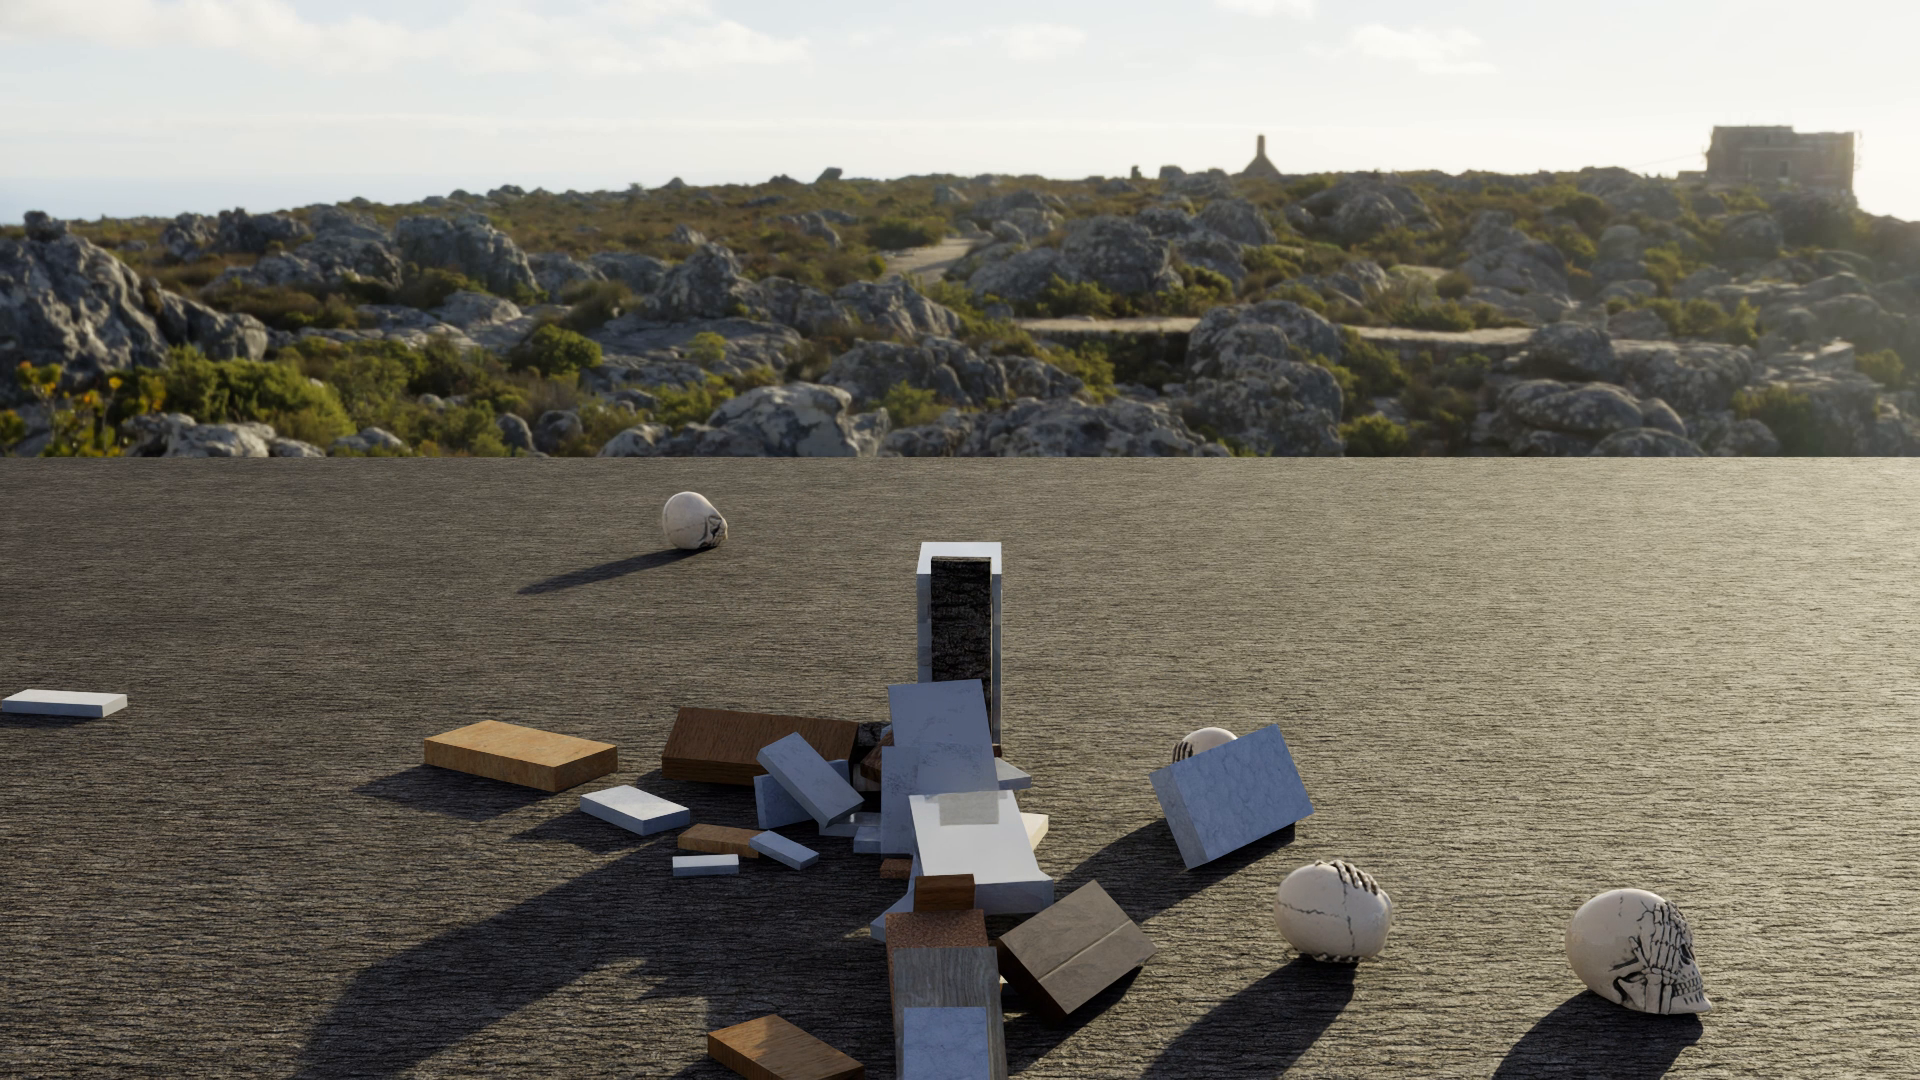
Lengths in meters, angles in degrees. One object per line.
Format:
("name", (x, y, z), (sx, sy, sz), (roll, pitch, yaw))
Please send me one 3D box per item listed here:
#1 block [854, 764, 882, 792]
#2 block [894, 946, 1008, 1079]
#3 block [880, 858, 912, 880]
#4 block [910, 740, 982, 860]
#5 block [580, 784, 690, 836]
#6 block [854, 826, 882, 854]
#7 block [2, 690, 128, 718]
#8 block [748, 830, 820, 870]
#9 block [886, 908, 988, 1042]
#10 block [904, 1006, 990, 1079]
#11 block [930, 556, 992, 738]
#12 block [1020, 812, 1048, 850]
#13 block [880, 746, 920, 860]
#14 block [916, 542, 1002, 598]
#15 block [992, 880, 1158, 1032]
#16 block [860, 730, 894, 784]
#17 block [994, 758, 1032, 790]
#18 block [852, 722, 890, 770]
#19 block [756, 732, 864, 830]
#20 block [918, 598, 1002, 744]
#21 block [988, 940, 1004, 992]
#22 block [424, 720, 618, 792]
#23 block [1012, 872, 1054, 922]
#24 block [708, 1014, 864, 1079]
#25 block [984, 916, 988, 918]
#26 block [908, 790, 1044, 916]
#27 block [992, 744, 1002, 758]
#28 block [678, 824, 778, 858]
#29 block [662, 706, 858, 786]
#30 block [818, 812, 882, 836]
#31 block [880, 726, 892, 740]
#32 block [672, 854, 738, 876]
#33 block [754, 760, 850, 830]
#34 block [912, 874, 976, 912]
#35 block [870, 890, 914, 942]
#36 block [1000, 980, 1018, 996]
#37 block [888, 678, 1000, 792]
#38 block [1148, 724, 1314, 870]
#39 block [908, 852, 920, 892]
("block", (-0.149, 0.453, 4.209), (0.110, 0.031, 0.221), (-1, 0, -3))
("block", (-0.016, 0.657, 2.979), (0.145, 0.041, 0.290), (-1, 26, -2))
("block", (-0.078, 0.564, 3.765), (0.112, 0.016, 0.056), (1, 11, 7))
("block", (-0.024, 0.460, 3.846), (0.110, 0.220, 0.031), (5, -32, 1))
("block", (-0.603, 0.500, 4.075), (0.103, 0.029, 0.206), (-9, 14, -41))
("block", (-0.106, 0.534, 3.908), (0.158, 0.022, 0.079), (1, 11, 5))
("block", (-1.970, 0.359, 4.839), (0.242, 0.027, 0.095), (2, 11, 11))
("block", (-0.307, 0.540, 3.829), (0.112, 0.016, 0.056), (20, 19, 27))
("block", (-0.027, 0.629, 3.140), (0.145, 0.041, 0.290), (-2, 24, -4))
("block", (-0.018, 0.686, 2.841), (0.109, 0.031, 0.219), (0, 26, -1))
("block", (0.004, 0.240, 4.395), (0.118, 0.422, 0.034), (1, 16, 5))
("block", (0.084, 0.530, 3.914), (0.103, 0.029, 0.206), (3, 11, 15))
("block", (-0.087, 0.463, 3.877), (0.103, 0.206, 0.029), (0, -32, -2))
("block", (0.001, 0.060, 4.543), (0.169, 0.048, 0.337), (0, 11, 1))
("block", (0.167, 0.607, 3.238), (0.145, 0.041, 0.290), (47, 29, 16))
("block", (-0.074, 0.382, 4.135), (0.118, 0.034, 0.237), (19, 40, 25))
("block", (0.064, 0.450, 4.234), (0.081, 0.023, 0.162), (-5, 12, -25))
("block", (-0.309, 0.420, 4.446), (0.423, 0.050, 0.178), (-1, 11, -7))
("block", (-0.273, 0.437, 4.009), (0.190, 0.027, 0.095), (42, 40, 22))
("block", (0.000, 0.271, 4.464), (0.169, 0.338, 0.048), (1, 10, 3))
("block", (0.031, 0.638, 3.239), (0.069, 0.020, 0.138), (-2, 26, 12))
("block", (-0.879, 0.429, 4.396), (0.356, 0.050, 0.178), (7, 13, 33))
("block", (0.099, 0.566, 3.558), (0.025, 0.087, 0.174), (-6, 12, -26))
("block", (-0.237, 0.703, 2.975), (0.109, 0.031, 0.219), (-8, 13, -37))
("block", (-0.005, 0.565, 3.664), (0.110, 0.031, 0.220), (1, 16, 3))
("block", (0.020, 0.501, 3.549), (0.177, 0.050, 0.448), (-3, 11, -4))
("block", (0.018, 0.415, 4.331), (0.081, 0.023, 0.162), (-5, 0, -18))
("block", (-0.413, 0.534, 3.908), (0.157, 0.022, 0.079), (4, 11, 20))
("block", (-0.387, 0.410, 4.297), (0.356, 0.050, 0.178), (5, 28, 4))
("block", (-0.170, 0.518, 3.998), (0.157, 0.022, 0.079), (2, 11, 10))
("block", (-0.062, 0.377, 4.293), (0.118, 0.034, 0.237), (11, 8, 15))
("block", (-0.438, 0.560, 3.787), (0.112, 0.016, 0.056), (-1, 11, -8))
("block", (-0.288, 0.468, 4.057), (0.190, 0.095, 0.027), (-8, 3, -37))
("block", (-0.027, 0.574, 3.299), (0.087, 0.174, 0.025), (-1, 36, -8))
("block", (-0.055, 0.582, 3.435), (0.087, 0.025, 0.174), (13, 26, 30))
("block", (0.111, 0.654, 3.272), (0.138, 0.020, 0.069), (-1, 11, -5))
("block", (-0.031, 0.393, 4.047), (0.177, 0.050, 0.355), (-4, 36, -4))
("block", (0.488, 0.453, 3.918), (0.050, 0.177, 0.355), (-29, -11, 39))
("block", (-0.027, 0.567, 3.546), (0.110, 0.031, 0.220), (1, 22, 4))
